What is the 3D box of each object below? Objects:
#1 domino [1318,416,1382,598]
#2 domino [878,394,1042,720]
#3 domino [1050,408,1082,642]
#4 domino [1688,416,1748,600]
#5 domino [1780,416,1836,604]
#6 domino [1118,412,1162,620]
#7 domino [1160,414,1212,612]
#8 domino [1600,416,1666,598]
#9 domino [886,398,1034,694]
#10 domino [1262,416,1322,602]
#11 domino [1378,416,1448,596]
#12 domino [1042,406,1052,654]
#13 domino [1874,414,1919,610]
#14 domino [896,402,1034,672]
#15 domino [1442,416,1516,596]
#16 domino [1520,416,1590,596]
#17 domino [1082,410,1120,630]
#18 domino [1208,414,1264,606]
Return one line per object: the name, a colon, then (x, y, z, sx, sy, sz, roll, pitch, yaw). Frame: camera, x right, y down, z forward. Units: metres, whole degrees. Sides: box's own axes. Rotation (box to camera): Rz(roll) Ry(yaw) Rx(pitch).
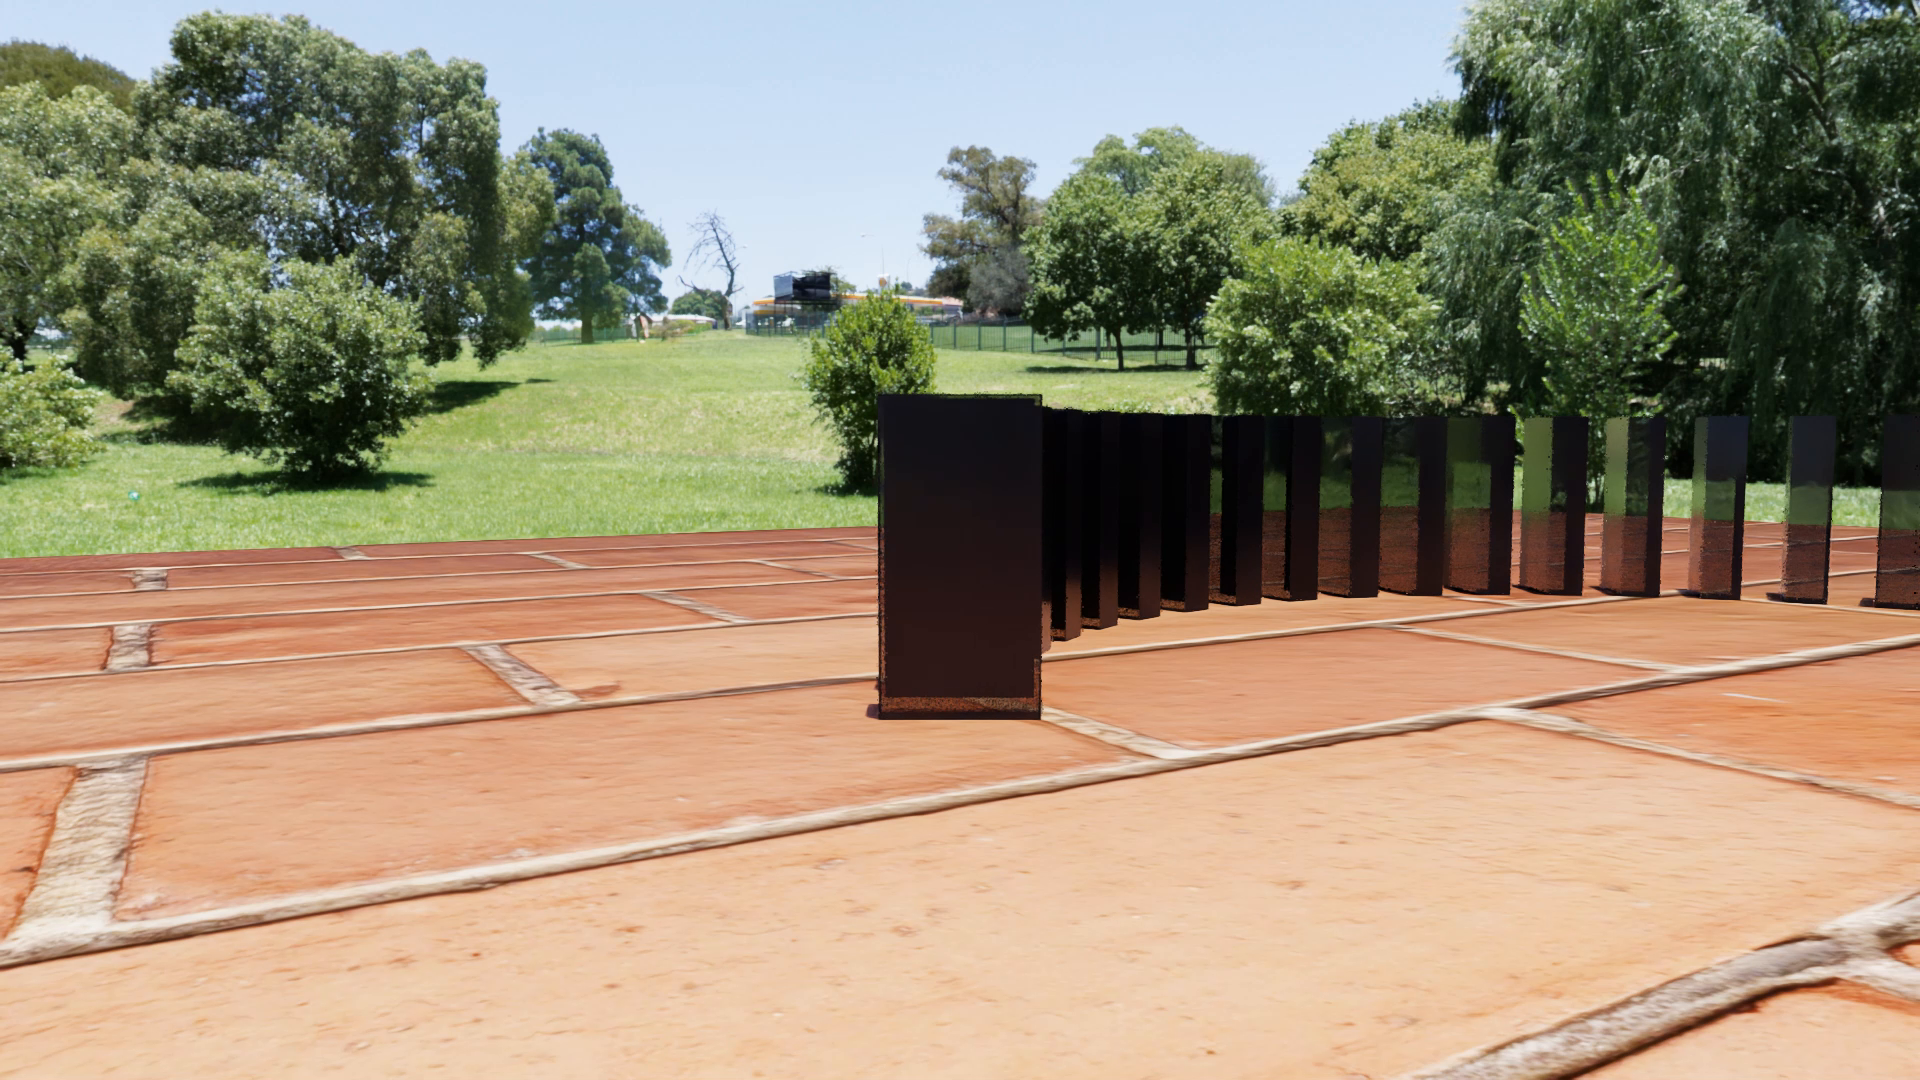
domino: (0.108, -0.010, 0.365, 0.010, 0.050, 0.025, -1, 4, -17)
domino: (0.000, 0.002, 0.201, 0.025, 0.050, 0.009, 0, 4, 0)
domino: (0.014, -0.004, 0.284, 0.025, 0.050, 0.010, 2, 5, 26)
domino: (0.213, -0.009, 0.360, 0.009, 0.050, 0.025, 2, 5, 22)
domino: (0.232, -0.009, 0.351, 0.010, 0.050, 0.025, 3, 5, 30)
domino: (0.037, -0.006, 0.319, 0.025, 0.050, 0.010, 4, 6, 41)
domino: (0.052, -0.008, 0.334, 0.010, 0.050, 0.025, -4, 6, -40)
domino: (0.192, -0.010, 0.367, 0.010, 0.050, 0.025, 1, 4, 14)
domino: (0.000, 0.001, 0.222, 0.025, 0.050, 0.009, 0, 4, 1)
domino: (0.088, -0.009, 0.357, 0.010, 0.050, 0.025, -2, 5, -25)
domino: (0.129, -0.010, 0.370, 0.010, 0.050, 0.025, -1, 4, -9)
domino: (0.006, -0.002, 0.264, 0.025, 0.050, 0.010, 1, 5, 18)
domino: (0.249, -0.008, 0.339, 0.010, 0.050, 0.025, 3, 5, 38)
domino: (0.001, -0.001, 0.243, 0.025, 0.050, 0.010, 0, 4, 6)
domino: (0.150, -0.010, 0.372, 0.010, 0.050, 0.025, 0, 4, -1)
domino: (0.171, -0.010, 0.371, 0.009, 0.050, 0.025, 1, 4, 7)
domino: (0.024, -0.005, 0.302, 0.025, 0.050, 0.010, 3, 5, 33)
domino: (0.069, -0.008, 0.347, 0.010, 0.050, 0.025, -3, 5, -33)
